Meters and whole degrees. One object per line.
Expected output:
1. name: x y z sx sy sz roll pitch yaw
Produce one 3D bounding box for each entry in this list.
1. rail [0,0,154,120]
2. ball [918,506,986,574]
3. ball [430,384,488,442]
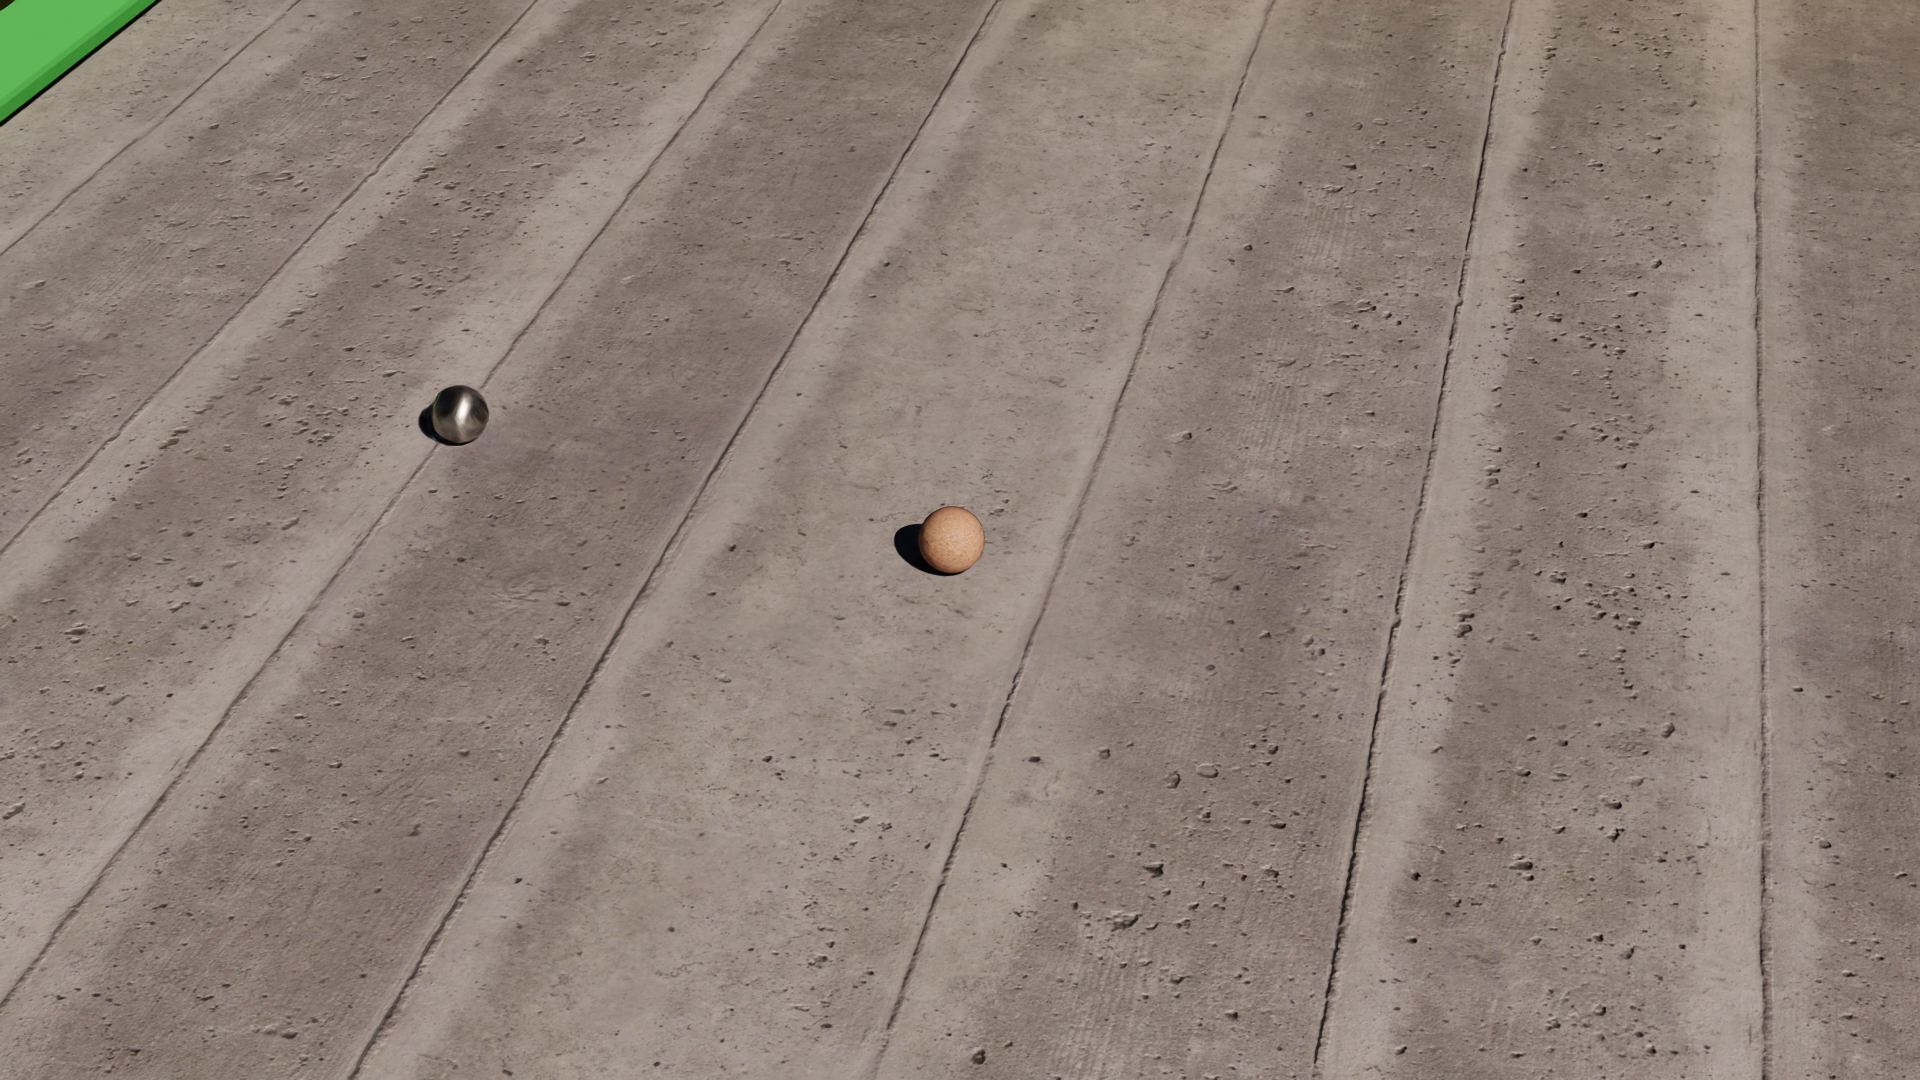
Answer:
1. rail: -1.023 -0.168 2.047 0.045 0.097 2.524 8 36 12
2. ball: -0.006 0.000 1.850 0.048 0.048 0.048 0 35 0
3. ball: -0.389 -0.098 1.994 0.045 0.045 0.045 0 35 0
